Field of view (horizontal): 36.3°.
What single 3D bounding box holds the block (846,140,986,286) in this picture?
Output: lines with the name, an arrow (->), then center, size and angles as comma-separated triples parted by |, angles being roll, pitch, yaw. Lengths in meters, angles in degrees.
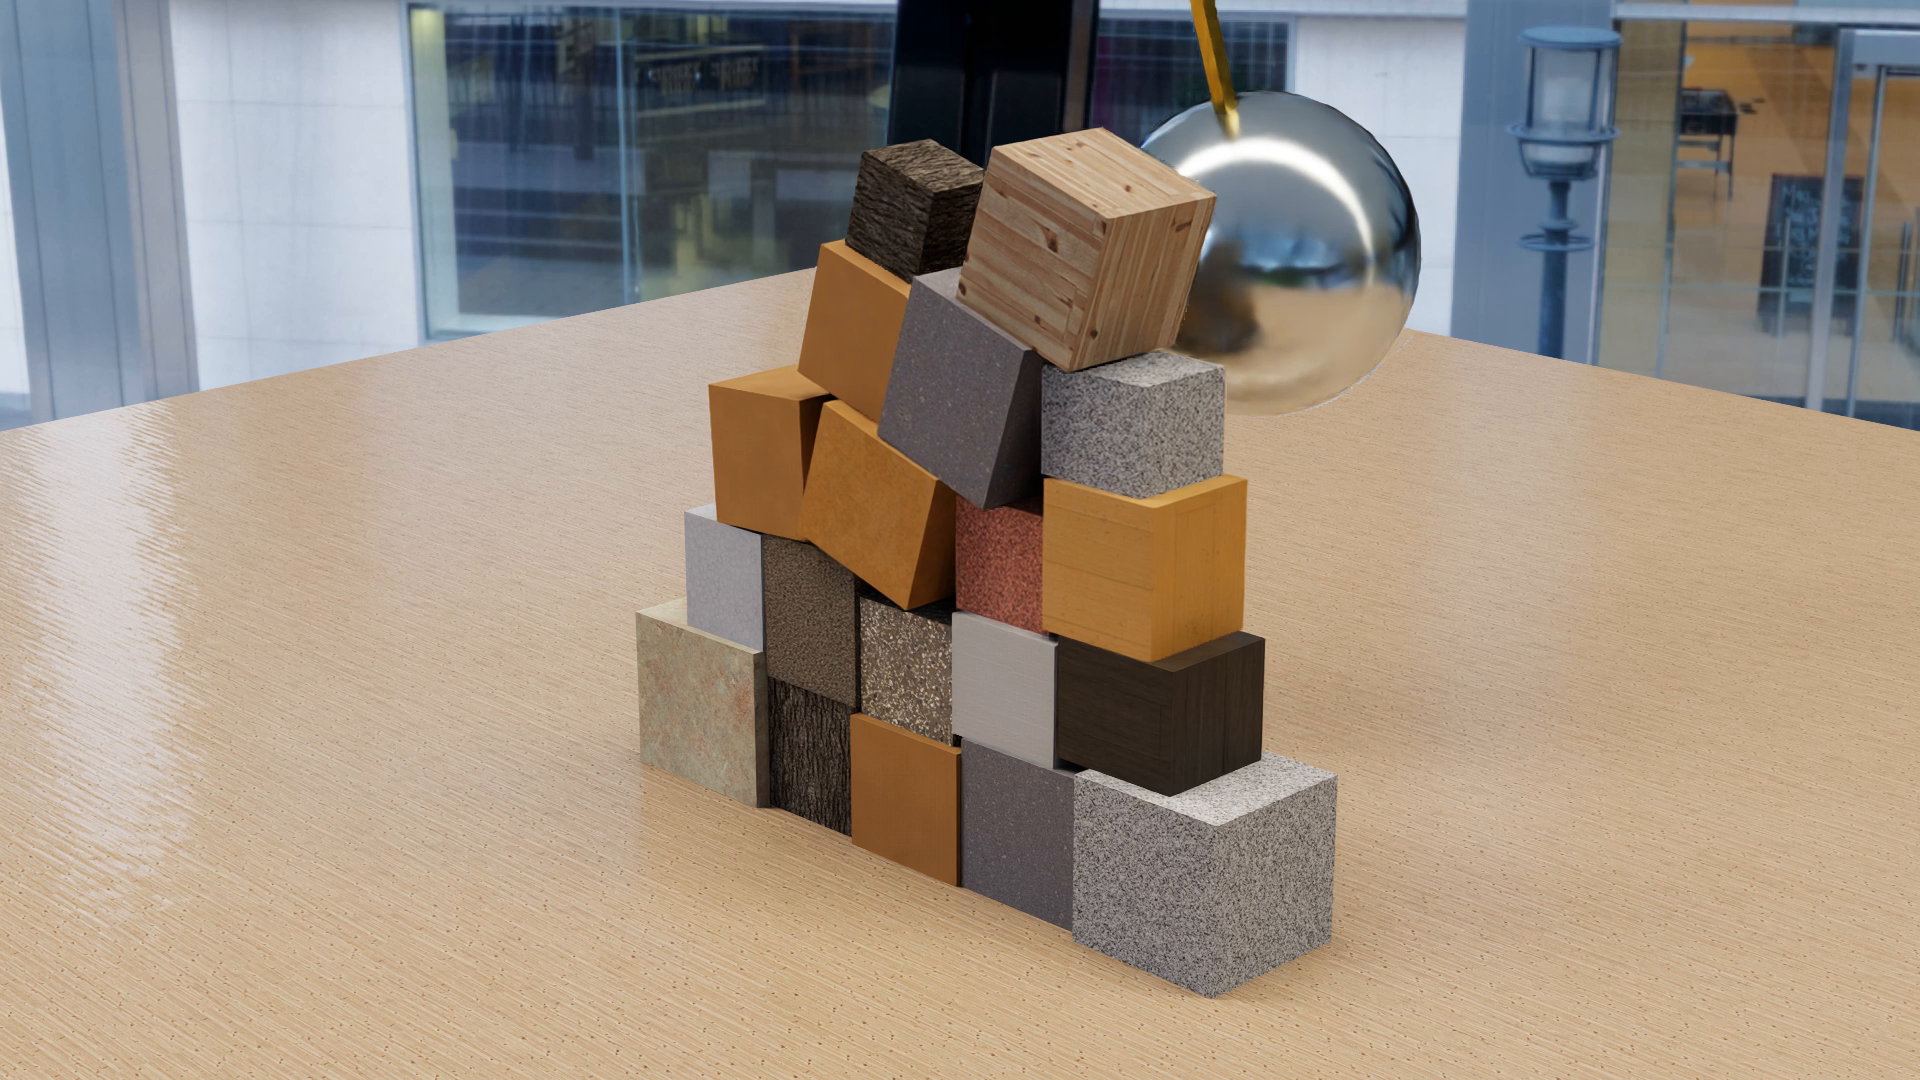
block -> -0.167, -1.461, 13.061 | 0.420, 0.458, 0.462 | -17, 40, -43

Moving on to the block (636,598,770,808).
block -> -1.020, 0.744, 14.655 | 0.788, 0.792, 0.887 | -17, 24, -42

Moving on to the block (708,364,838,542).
block -> -0.716, -0.433, 13.942 | 0.633, 0.672, 0.668 | 12, 21, 43

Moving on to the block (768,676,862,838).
block -> -0.477, 0.961, 14.158 | 0.624, 0.676, 0.635 | 17, 24, 42

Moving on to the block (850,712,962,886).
block -> -0.023, 1.124, 13.691 | 0.678, 0.646, 0.697 | -17, 24, -42

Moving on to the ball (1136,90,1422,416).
ball -> 1.467, -1.407, 14.437 | 1.600, 1.600, 1.600 | 0, 17, 0

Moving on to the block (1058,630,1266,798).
block -> 0.865, 0.682, 12.642 | 0.601, 0.558, 0.650 | -17, 24, -42

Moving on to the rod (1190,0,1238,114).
rod -> 0.636, -4.202, 12.688 | 0.080, 5.200, 0.080 | 17, 44, 42

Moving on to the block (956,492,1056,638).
block -> 0.370, 0.050, 12.991 | 0.571, 0.535, 0.529 | 16, 24, 42

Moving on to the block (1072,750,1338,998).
block -> 1.054, 1.376, 12.664 | 0.798, 0.780, 0.797 | -17, 24, -42

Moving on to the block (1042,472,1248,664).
block -> 0.788, 0.063, 12.551 | 0.619, 0.676, 0.606 | 16, 24, 42

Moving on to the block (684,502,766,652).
block -> -0.912, 0.130, 14.311 | 0.640, 0.586, 0.558 | -17, 24, -42

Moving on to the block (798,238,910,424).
block -> -0.268, -0.968, 13.288 | 0.578, 0.643, 0.621 | -17, 40, -43

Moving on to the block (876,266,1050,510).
block -> 0.228, -0.716, 12.901 | 0.796, 0.789, 0.694 | -17, 42, -43

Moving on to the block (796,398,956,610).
block -> -0.134, -0.242, 13.430 | 0.841, 0.675, 0.751 | -17, 41, -43

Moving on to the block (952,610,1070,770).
block -> 0.398, 0.598, 13.087 | 0.602, 0.568, 0.623 | -17, 24, -42

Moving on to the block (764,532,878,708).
block -> -0.486, 0.301, 13.926 | 0.625, 0.722, 0.625 | 17, 24, 42

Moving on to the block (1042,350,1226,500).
block -> 0.733, -0.509, 12.439 | 0.578, 0.484, 0.514 | 16, 24, 42

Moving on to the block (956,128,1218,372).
block -> 0.528, -1.237, 12.402 | 0.682, 0.712, 0.686 | -17, 42, -43

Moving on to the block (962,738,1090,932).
block -> 0.502, 1.239, 13.197 | 0.662, 0.722, 0.741 | -17, 24, -42

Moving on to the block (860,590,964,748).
block -> -0.018, 0.529, 13.555 | 0.643, 0.572, 0.605 | -17, 24, -42
